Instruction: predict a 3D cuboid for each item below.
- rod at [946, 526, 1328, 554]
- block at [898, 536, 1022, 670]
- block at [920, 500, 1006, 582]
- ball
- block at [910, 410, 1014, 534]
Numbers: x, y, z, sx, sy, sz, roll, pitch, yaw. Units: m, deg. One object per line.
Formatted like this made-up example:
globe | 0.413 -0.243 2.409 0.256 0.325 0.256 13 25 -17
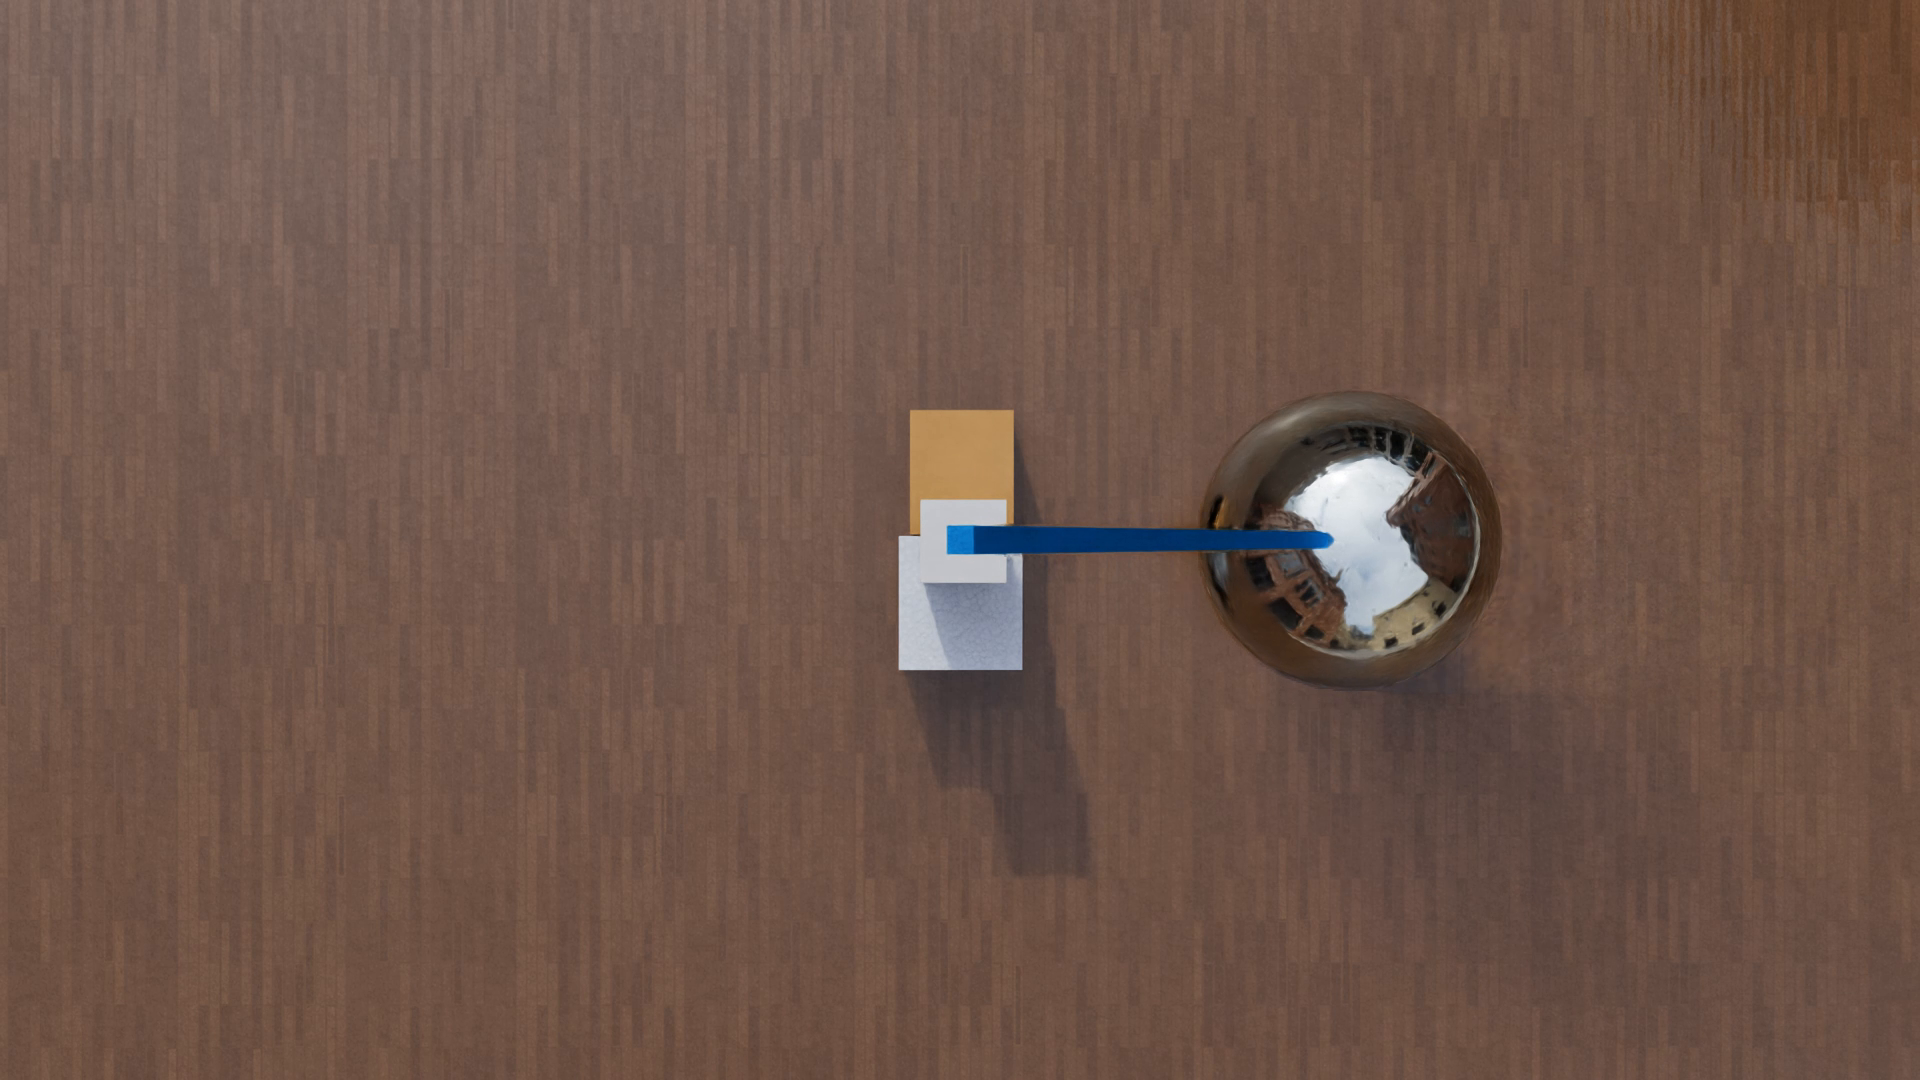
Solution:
rod | 0.899 0.000 8.539 0.080 5.200 0.080 0 90 20
block | 0.004 0.355 12.686 0.695 0.627 0.752 0 90 0
block | 0.019 0.004 11.743 0.448 0.486 0.434 0 90 0
ball | 2.074 0.000 11.730 1.600 1.600 1.600 0 90 0
block | 0.011 -0.381 12.686 0.583 0.629 0.700 0 90 0
